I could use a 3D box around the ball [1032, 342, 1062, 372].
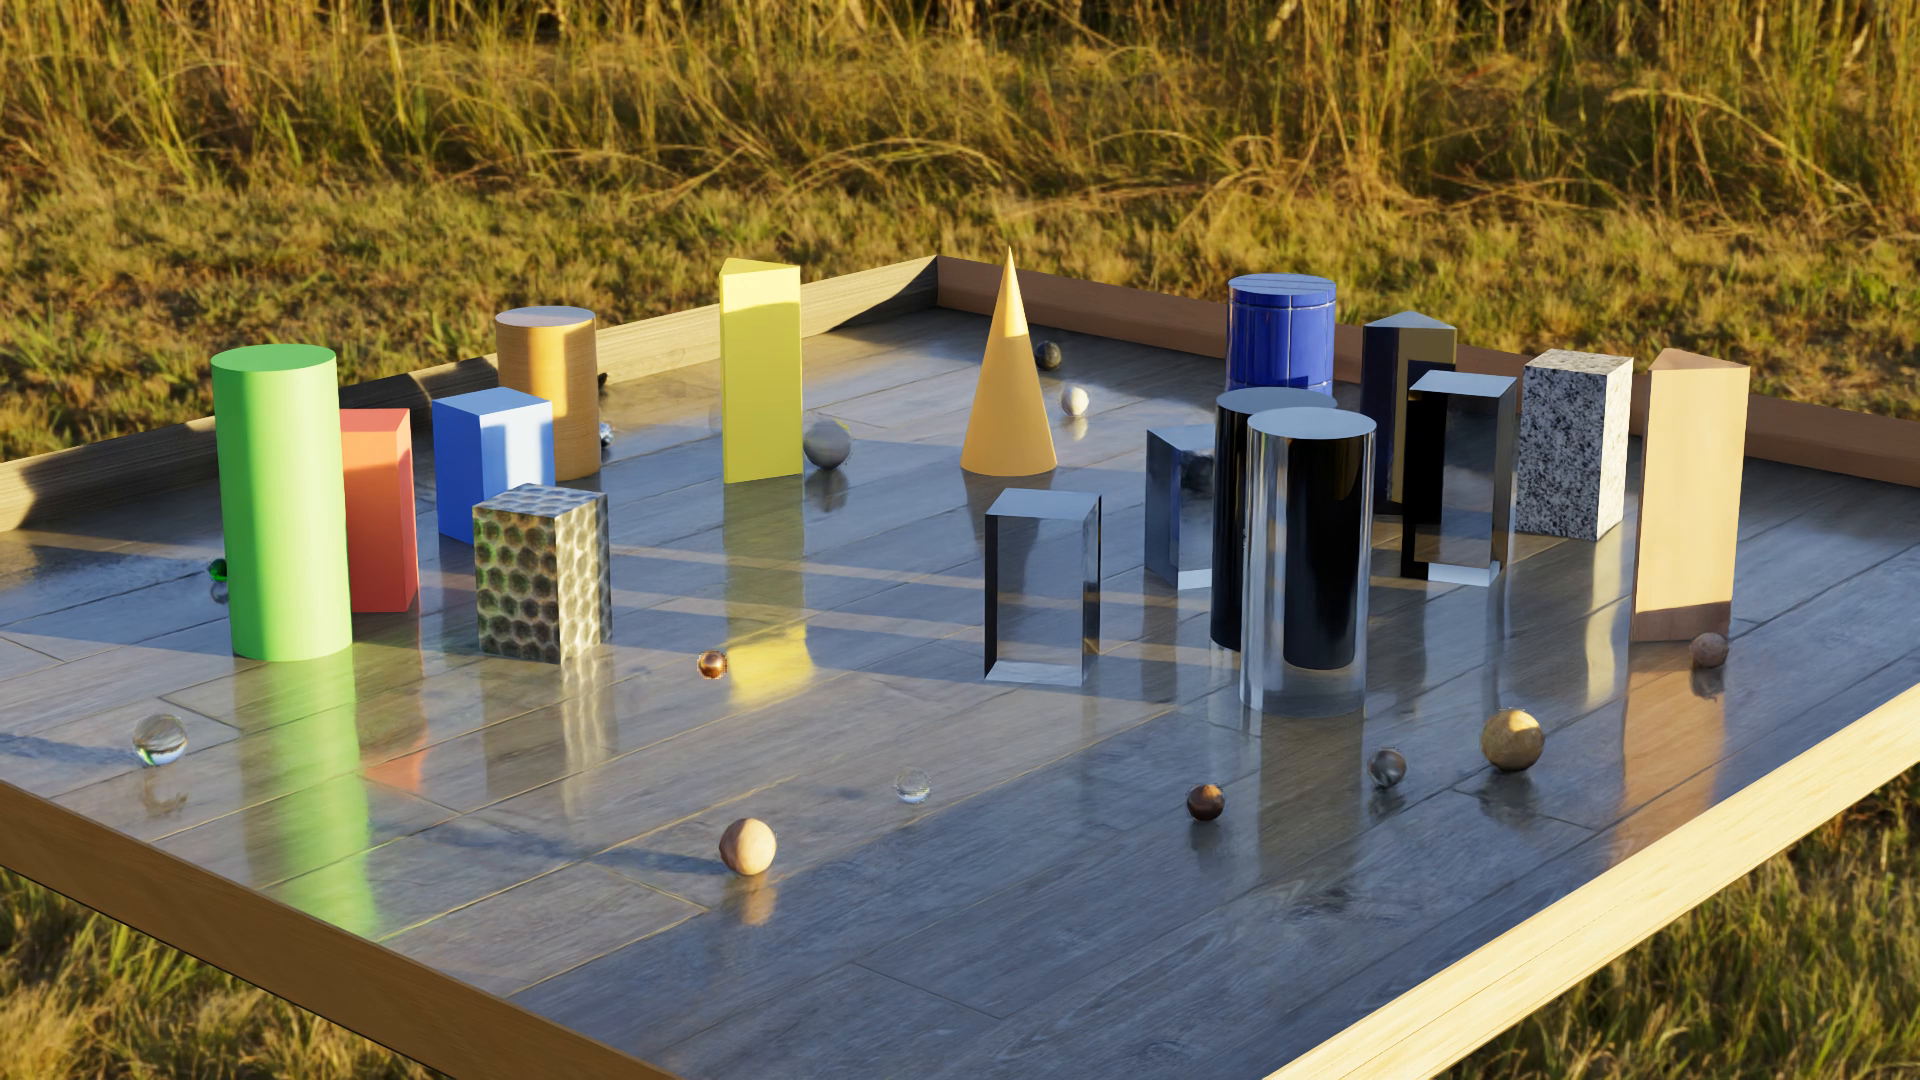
[{"bbox_3d":[0.200,-0.422,6.736,0.068,0.068,0.068,0,17,0],"label":"ball"}]

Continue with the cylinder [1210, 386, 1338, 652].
[{"bbox_3d":[0.519,-0.033,4.861,0.198,0.405,0.198,0,17,0],"label":"cylinder"}]

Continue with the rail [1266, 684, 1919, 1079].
[{"bbox_3d":[1.199,0.333,4.123,0.045,0.129,3.533,14,22,39],"label":"rail"}]

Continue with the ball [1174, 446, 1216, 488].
[{"bbox_3d":[0.463,-0.143,5.784,0.082,0.082,0.082,0,17,0],"label":"ball"}]

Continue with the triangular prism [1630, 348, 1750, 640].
[{"bbox_3d":[1.195,-0.078,4.908,0.172,0.464,0.149,-2,17,-7],"label":"triangular prism"}]

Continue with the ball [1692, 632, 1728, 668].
[{"bbox_3d":[1.217,0.179,4.759,0.058,0.058,0.058,0,17,0],"label":"ball"}]

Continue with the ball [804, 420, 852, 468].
[{"bbox_3d":[-0.268,-0.193,5.925,0.097,0.097,0.097,0,17,0],"label":"ball"}]

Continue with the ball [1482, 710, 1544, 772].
[{"bbox_3d":[0.813,0.295,4.315,0.091,0.091,0.091,0,17,0],"label":"ball"}]

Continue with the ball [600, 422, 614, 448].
[{"bbox_3d":[-0.746,-0.217,6.083,0.053,0.053,0.053,0,17,0],"label":"ball"}]

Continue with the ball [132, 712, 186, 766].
[{"bbox_3d":[-1.185,0.295,4.340,0.078,0.078,0.078,0,17,0],"label":"ball"}]

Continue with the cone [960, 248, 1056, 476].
[{"bbox_3d":[0.099,-0.372,5.907,0.198,0.450,0.198,0,17,0],"label":"cone"}]

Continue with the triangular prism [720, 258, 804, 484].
[{"bbox_3d":[-0.427,-0.345,5.869,0.172,0.421,0.149,-9,19,-28],"label":"triangular prism"}]

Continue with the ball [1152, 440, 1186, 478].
[{"bbox_3d":[0.422,-0.160,5.854,0.076,0.076,0.076,0,17,0],"label":"ball"}]

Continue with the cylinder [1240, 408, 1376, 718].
[{"bbox_3d":[0.540,0.034,4.568,0.198,0.447,0.198,0,17,0],"label":"cylinder"}]

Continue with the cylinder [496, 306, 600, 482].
[{"bbox_3d":[-0.826,-0.295,5.889,0.198,0.315,0.198,0,17,0],"label":"cylinder"}]

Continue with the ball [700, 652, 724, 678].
[{"bbox_3d":[-0.399,0.201,4.715,0.041,0.041,0.041,0,17,0],"label":"ball"}]

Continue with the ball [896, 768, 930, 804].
[{"bbox_3d":[-0.068,0.352,4.200,0.049,0.049,0.049,0,17,0],"label":"ball"}]

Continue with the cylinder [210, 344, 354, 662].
[{"bbox_3d":[-1.112,-0.063,4.820,0.198,0.486,0.198,0,17,0],"label":"cylinder"}]

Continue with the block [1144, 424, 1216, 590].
[{"bbox_3d":[0.434,-0.062,5.222,0.159,0.253,0.159,-6,18,-18],"label":"block"}]

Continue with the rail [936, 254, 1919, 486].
[{"bbox_3d":[1.143,-0.347,6.380,3.223,0.129,0.045,14,22,39],"label":"rail"}]

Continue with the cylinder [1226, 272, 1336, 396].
[{"bbox_3d":[0.593,-0.247,5.460,0.198,0.469,0.198,0,17,0],"label":"cylinder"}]

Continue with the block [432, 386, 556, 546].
[{"bbox_3d":[-0.867,-0.136,5.462,0.159,0.255,0.159,-15,22,-41],"label":"block"}]

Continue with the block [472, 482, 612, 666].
[{"bbox_3d":[-0.688,0.054,4.842,0.159,0.250,0.159,8,18,24],"label":"block"}]

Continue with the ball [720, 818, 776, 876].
[{"bbox_3d":[-0.286,0.413,3.950,0.076,0.076,0.076,0,17,0],"label":"ball"}]

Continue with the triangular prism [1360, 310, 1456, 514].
[{"bbox_3d":[0.857,-0.245,5.632,0.172,0.367,0.149,2,17,8],"label":"triangular prism"}]

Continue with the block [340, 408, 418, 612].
[{"bbox_3d":[-1.035,-0.052,5.071,0.159,0.320,0.159,-1,17,-2],"label":"block"}]

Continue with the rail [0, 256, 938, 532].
[{"bbox_3d":[-1.199,-0.268,6.117,0.045,0.129,3.533,14,22,39],"label":"rail"}]

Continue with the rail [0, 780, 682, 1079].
[{"bbox_3d":[-1.143,0.412,3.860,3.223,0.129,0.045,14,22,39],"label":"rail"}]

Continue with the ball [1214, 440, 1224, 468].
[{"bbox_3d":[0.546,-0.173,5.914,0.065,0.065,0.065,0,17,0],"label":"ball"}]

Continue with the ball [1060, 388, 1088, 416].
[{"bbox_3d":[0.247,-0.300,6.342,0.062,0.062,0.062,0,17,0],"label":"ball"}]

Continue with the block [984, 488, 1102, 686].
[{"bbox_3d":[0.134,0.074,4.728,0.159,0.277,0.159,4,17,12],"label":"block"}]

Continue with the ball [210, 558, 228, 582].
[{"bbox_3d":[-1.312,0.053,5.207,0.041,0.041,0.041,0,17,0],"label":"ball"}]

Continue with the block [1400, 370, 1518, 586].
[{"bbox_3d":[0.890,-0.112,5.229,0.159,0.344,0.159,7,18,21],"label":"block"}]

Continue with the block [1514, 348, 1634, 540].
[{"bbox_3d":[1.153,-0.181,5.506,0.159,0.316,0.159,9,19,28],"label":"block"}]

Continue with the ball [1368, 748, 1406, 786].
[{"bbox_3d":[0.622,0.331,4.262,0.054,0.054,0.054,0,17,0],"label":"ball"}]

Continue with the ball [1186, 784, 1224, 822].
[{"bbox_3d":[0.346,0.370,4.133,0.053,0.053,0.053,0,17,0],"label":"ball"}]
